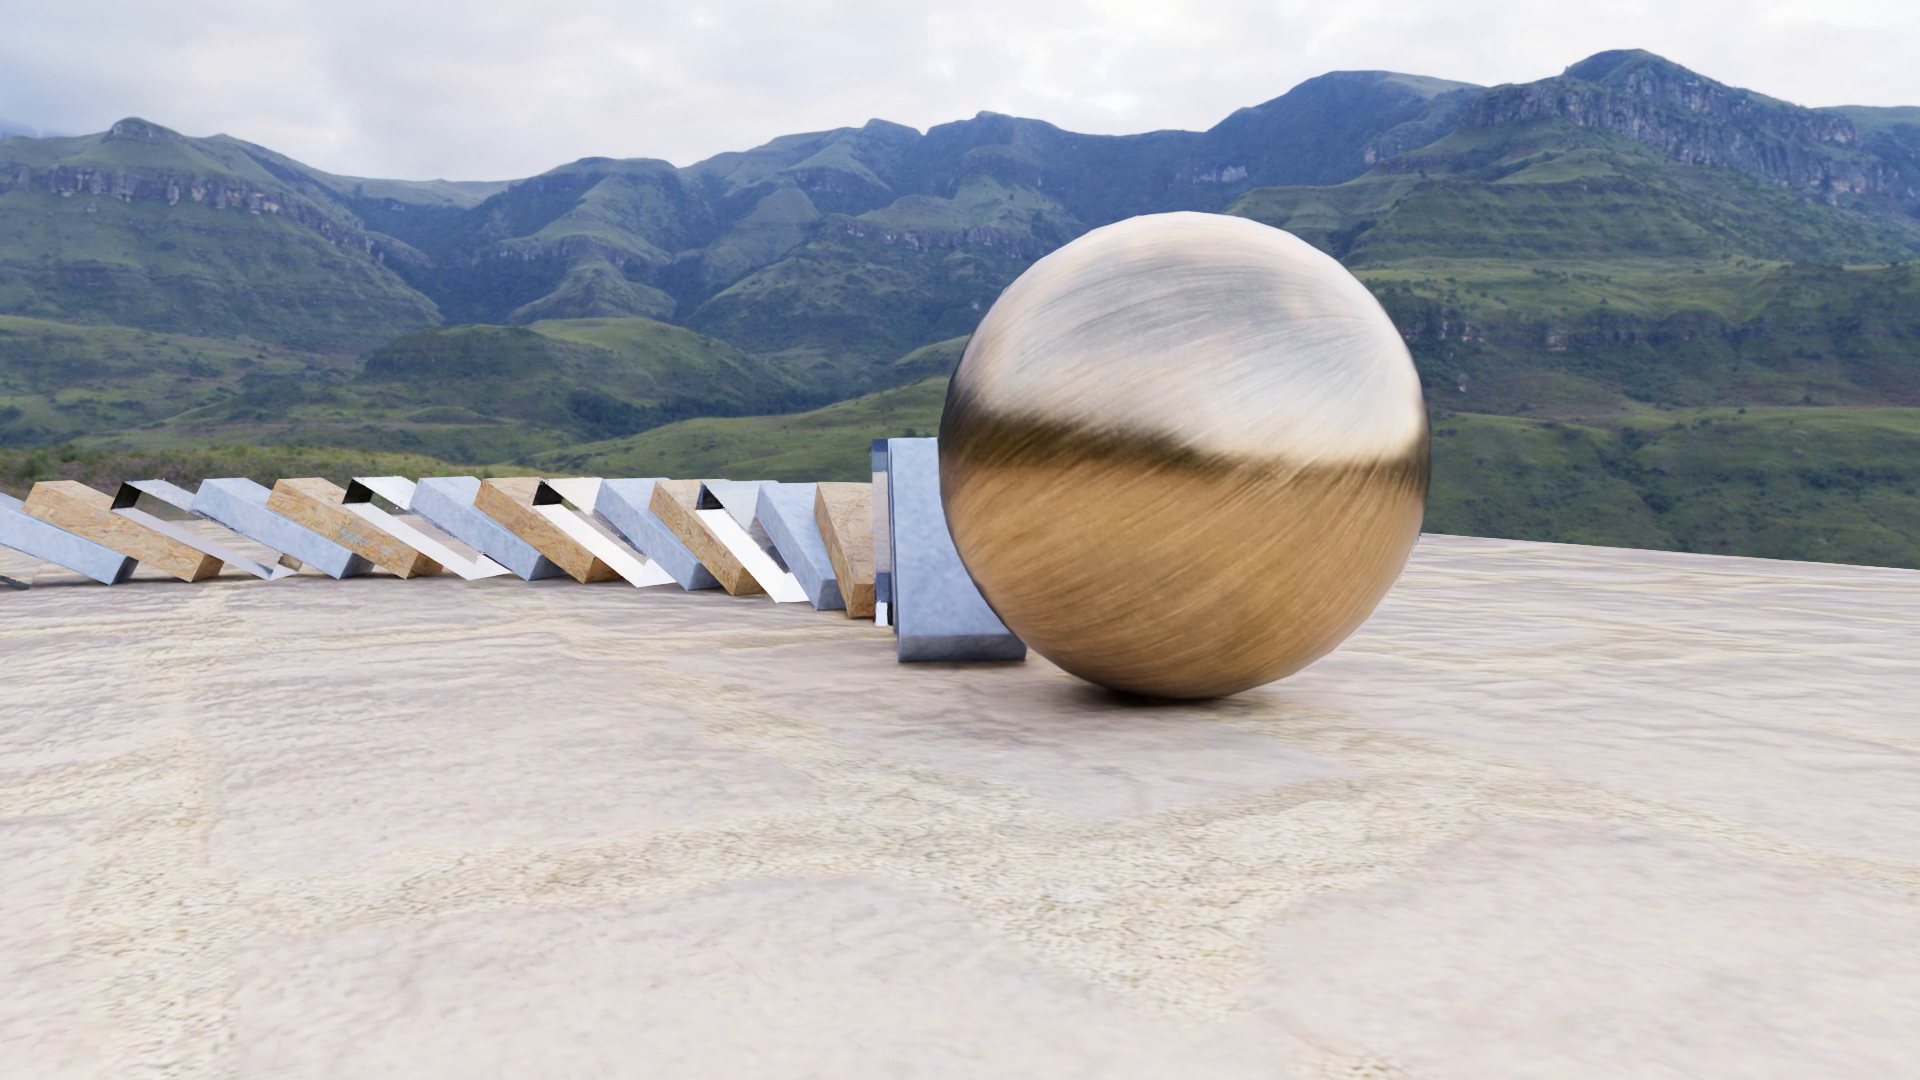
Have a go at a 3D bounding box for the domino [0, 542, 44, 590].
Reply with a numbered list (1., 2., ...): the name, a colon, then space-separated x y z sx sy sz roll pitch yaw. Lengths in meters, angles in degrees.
1. domino: -0.296 -0.001 0.373 0.050 0.010 0.025 28 -12 -32

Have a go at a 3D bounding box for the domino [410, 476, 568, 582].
1. domino: -0.149 -0.004 0.414 0.050 0.010 0.025 30 13 14

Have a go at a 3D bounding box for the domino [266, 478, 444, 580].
1. domino: -0.194 -0.004 0.415 0.050 0.010 0.025 27 5 0

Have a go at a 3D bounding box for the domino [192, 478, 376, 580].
1. domino: -0.215 -0.004 0.413 0.050 0.010 0.025 27 3 -4

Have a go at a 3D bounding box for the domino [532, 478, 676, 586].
1. domino: -0.107 -0.003 0.401 0.050 0.009 0.025 33 19 24

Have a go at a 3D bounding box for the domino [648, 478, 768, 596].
1. domino: -0.068 -0.002 0.380 0.025 0.010 0.050 -4 33 -44

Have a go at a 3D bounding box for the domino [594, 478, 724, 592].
1. domino: -0.087 -0.003 0.392 0.050 0.010 0.025 36 25 31

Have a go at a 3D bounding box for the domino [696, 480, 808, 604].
1. domino: -0.052 -0.001 0.365 0.025 0.009 0.050 -4 33 -40

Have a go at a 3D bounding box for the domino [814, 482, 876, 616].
1. domino: -0.021 0.001 0.332 0.025 0.009 0.050 0 31 -18

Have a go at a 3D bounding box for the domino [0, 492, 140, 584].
1. domino: -0.278 -0.002 0.389 0.050 0.010 0.025 27 -6 -20

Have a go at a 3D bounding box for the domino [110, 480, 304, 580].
1. domino: -0.237 -0.003 0.407 0.050 0.009 0.025 26 0 -9

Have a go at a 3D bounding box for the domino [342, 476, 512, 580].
1. domino: -0.171 -0.004 0.416 0.050 0.010 0.025 29 9 9

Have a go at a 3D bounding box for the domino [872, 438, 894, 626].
1. domino: -0.009 -0.003 0.313 0.025 0.050 0.009 0 -37 -6

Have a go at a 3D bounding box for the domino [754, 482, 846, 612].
1. domino: -0.035 0.001 0.349 0.025 0.009 0.050 -2 32 -29

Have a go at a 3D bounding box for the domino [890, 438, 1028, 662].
1. domino: -0.001 0.001 0.263 0.025 0.050 0.009 0 -37 -6

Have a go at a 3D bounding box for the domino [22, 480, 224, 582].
1. domino: -0.258 -0.003 0.399 0.050 0.009 0.025 26 -2 -13

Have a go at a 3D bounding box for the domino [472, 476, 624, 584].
1. domino: -0.127 -0.004 0.409 0.050 0.009 0.025 31 16 20

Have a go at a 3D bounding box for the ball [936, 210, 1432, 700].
1. ball: 0.036 -0.014 0.214 0.080 0.080 0.080 0 4 0

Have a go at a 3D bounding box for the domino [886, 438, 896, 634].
1. domino: -0.004 -0.002 0.300 0.025 0.050 0.010 0 -37 -6
